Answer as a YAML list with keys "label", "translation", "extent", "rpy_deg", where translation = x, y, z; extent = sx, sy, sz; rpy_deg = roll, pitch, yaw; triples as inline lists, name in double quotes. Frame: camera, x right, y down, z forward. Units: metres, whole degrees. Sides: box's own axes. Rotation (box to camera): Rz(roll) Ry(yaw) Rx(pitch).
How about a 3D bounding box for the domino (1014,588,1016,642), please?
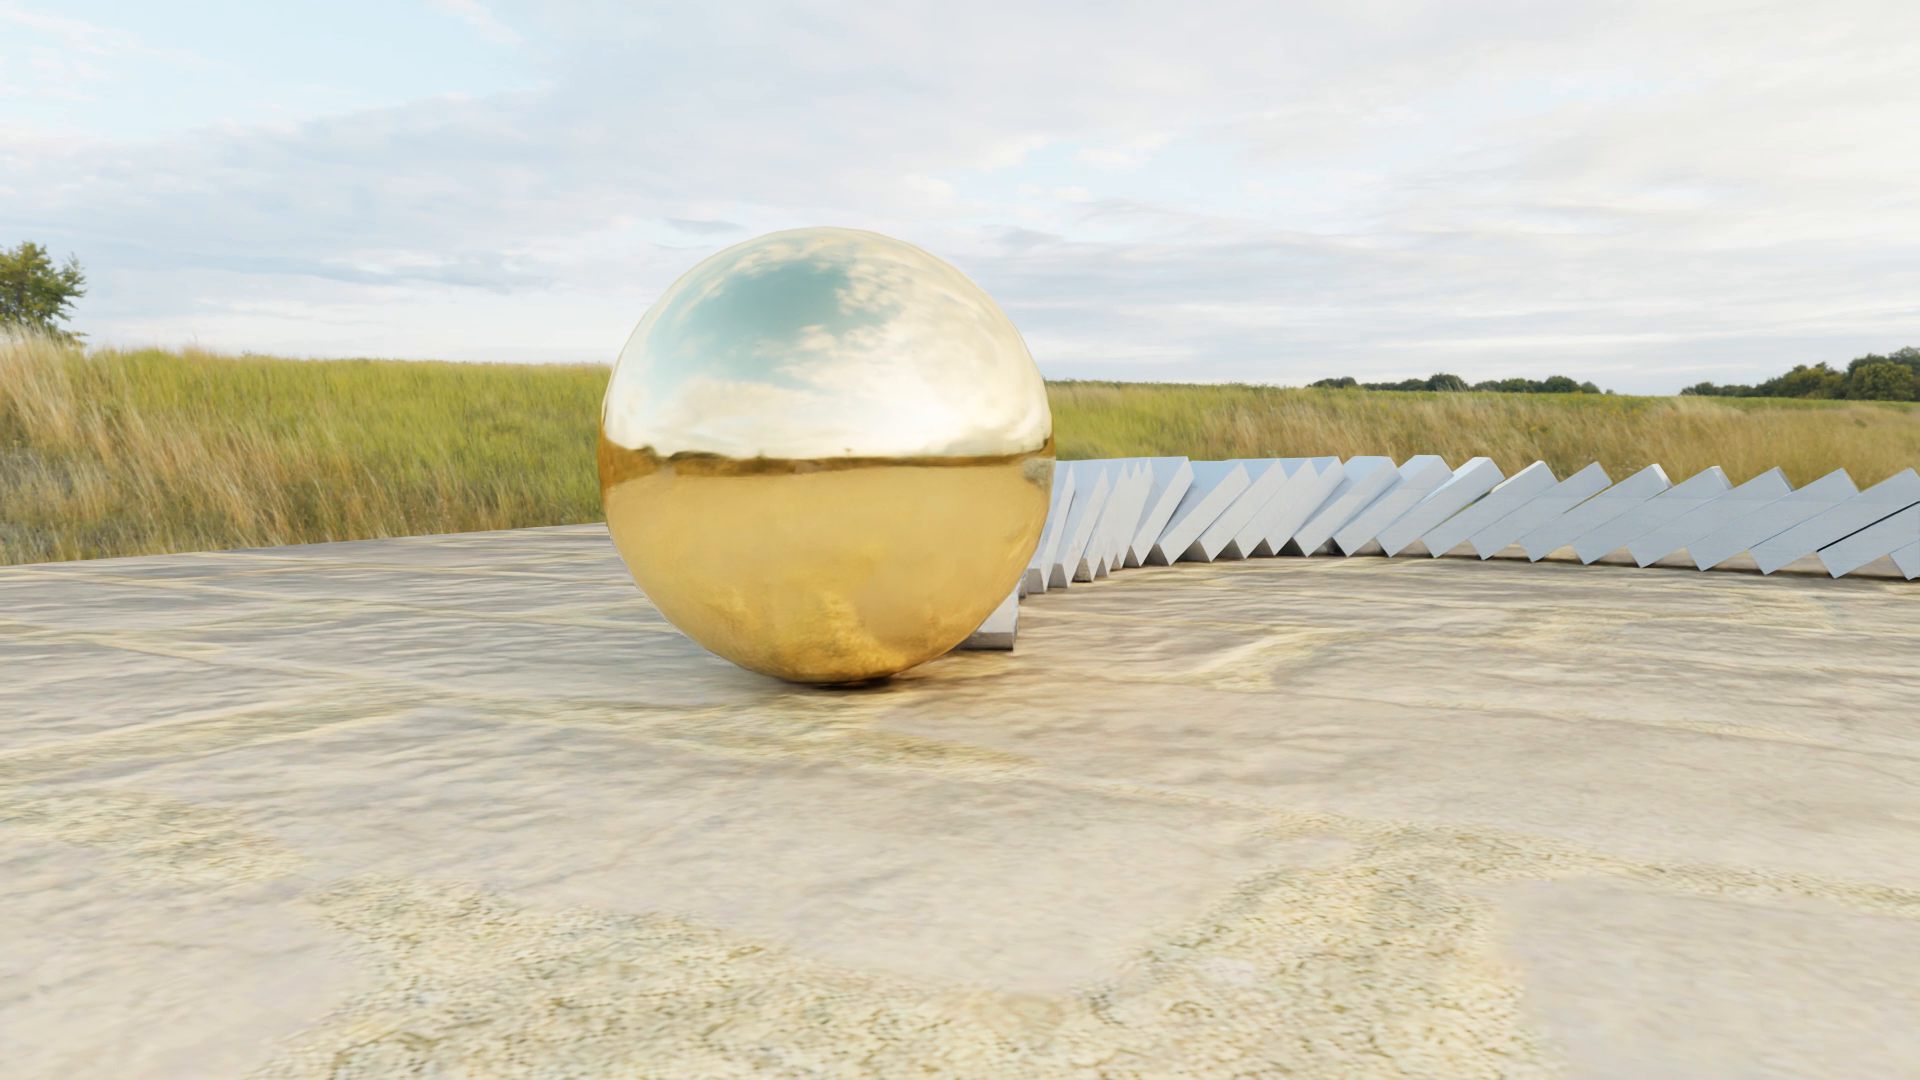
- label: "domino"
  translation: [0.000, -0.002, 0.283]
  extent: [0.025, 0.050, 0.009]
  rpy_deg: [0, -28, 2]

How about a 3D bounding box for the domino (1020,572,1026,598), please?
- label: "domino"
  translation: [0.006, -0.007, 0.364]
  extent: [0.025, 0.050, 0.009]
  rpy_deg: [0, -34, 3]

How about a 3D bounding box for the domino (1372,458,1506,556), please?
- label: "domino"
  translation: [0.180, -0.013, 0.489]
  extent: [0.050, 0.009, 0.025]
  rpy_deg: [-36, -2, 10]

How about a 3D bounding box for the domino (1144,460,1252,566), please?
- label: "domino"
  translation: [0.081, -0.011, 0.467]
  extent: [0.050, 0.009, 0.025]
  rpy_deg: [-42, 26, -26]

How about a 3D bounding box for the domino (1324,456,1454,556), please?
- label: "domino"
  translation: [0.163, -0.013, 0.494]
  extent: [0.050, 0.009, 0.025]
  rpy_deg: [-38, 4, 2]

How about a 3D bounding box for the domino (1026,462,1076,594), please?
- label: "domino"
  translation: [0.017, -0.005, 0.383]
  extent: [0.025, 0.009, 0.050]
  rpy_deg: [1, 40, 17]

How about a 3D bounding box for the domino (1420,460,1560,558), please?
- label: "domino"
  translation: [0.197, -0.012, 0.480]
  extent: [0.050, 0.009, 0.025]
  rpy_deg: [-35, -8, 19]

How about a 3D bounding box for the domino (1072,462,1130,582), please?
- label: "domino"
  translation: [0.036, -0.007, 0.414]
  extent: [0.025, 0.009, 0.050]
  rpy_deg: [2, 40, 24]

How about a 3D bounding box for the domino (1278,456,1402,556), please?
- label: "domino"
  translation: [0.144, -0.013, 0.497]
  extent: [0.050, 0.009, 0.025]
  rpy_deg: [-38, 12, -9]

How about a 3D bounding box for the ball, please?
- label: "ball"
  translation: [-0.023, -0.015, 0.228]
  extent: [0.080, 0.080, 0.080]
  rpy_deg: [0, 4, 0]

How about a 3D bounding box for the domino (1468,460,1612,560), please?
- label: "domino"
  translation: [0.213, -0.011, 0.470]
  extent: [0.050, 0.010, 0.025]
  rpy_deg: [-37, -13, 25]

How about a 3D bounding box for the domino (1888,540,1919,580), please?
- label: "domino"
  translation: [0.313, -0.005, 0.393]
  extent: [0.050, 0.010, 0.025]
  rpy_deg: [-36, -15, 29]

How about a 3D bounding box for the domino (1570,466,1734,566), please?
- label: "domino"
  translation: [0.241, -0.008, 0.447]
  extent: [0.050, 0.010, 0.025]
  rpy_deg: [-36, -17, 32]

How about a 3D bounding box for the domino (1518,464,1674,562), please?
- label: "domino"
  translation: [0.227, -0.010, 0.459]
  extent: [0.050, 0.009, 0.025]
  rpy_deg: [-36, -16, 30]

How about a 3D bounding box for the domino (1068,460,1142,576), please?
- label: "domino"
  translation: [0.043, -0.008, 0.429]
  extent: [0.025, 0.010, 0.050]
  rpy_deg: [1, 40, 24]

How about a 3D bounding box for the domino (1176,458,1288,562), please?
- label: "domino"
  translation: [0.096, -0.012, 0.476]
  extent: [0.050, 0.009, 0.025]
  rpy_deg: [-43, 25, -26]

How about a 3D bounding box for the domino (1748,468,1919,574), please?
- label: "domino"
  translation: [0.283, -0.006, 0.414]
  extent: [0.050, 0.009, 0.025]
  rpy_deg: [-36, -17, 32]

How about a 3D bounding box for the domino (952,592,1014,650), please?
- label: "domino"
  translation: [-0.001, -0.002, 0.272]
  extent: [0.025, 0.050, 0.009]
  rpy_deg: [0, -28, 2]

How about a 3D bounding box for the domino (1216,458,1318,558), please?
- label: "domino"
  translation: [0.111, -0.012, 0.485]
  extent: [0.050, 0.010, 0.025]
  rpy_deg: [-43, 24, -26]

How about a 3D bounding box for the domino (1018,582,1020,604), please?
- label: "domino"
  translation: [0.004, -0.007, 0.351]
  extent: [0.025, 0.050, 0.010]
  rpy_deg: [0, -30, 3]

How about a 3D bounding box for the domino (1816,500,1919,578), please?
- label: "domino"
  translation: [0.298, -0.005, 0.403]
  extent: [0.050, 0.010, 0.025]
  rpy_deg: [-36, -16, 31]

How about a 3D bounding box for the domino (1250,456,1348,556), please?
- label: "domino"
  translation: [0.125, -0.013, 0.496]
  extent: [0.050, 0.010, 0.025]
  rpy_deg: [-42, 22, -25]

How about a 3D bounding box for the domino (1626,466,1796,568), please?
- label: "domino"
  translation: [0.255, -0.008, 0.436]
  extent: [0.050, 0.009, 0.025]
  rpy_deg: [-36, -17, 32]

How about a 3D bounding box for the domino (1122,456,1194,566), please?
- label: "domino"
  translation: [0.062, -0.011, 0.459]
  extent: [0.025, 0.010, 0.050]
  rpy_deg: [2, 41, 38]

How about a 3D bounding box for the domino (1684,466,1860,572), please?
- label: "domino"
  translation: [0.269, -0.007, 0.425]
  extent: [0.050, 0.009, 0.025]
  rpy_deg: [-36, -17, 32]

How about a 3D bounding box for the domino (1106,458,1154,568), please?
- label: "domino"
  translation: [0.049, -0.010, 0.446]
  extent: [0.025, 0.010, 0.050]
  rpy_deg: [-1, 39, 26]

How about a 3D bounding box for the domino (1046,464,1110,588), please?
- label: "domino"
  translation: [0.028, -0.005, 0.398]
  extent: [0.025, 0.009, 0.050]
  rpy_deg: [2, 39, 23]

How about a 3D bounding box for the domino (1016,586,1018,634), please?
- label: "domino"
  translation: [0.001, -0.003, 0.294]
  extent: [0.025, 0.050, 0.010]
  rpy_deg: [0, -28, 3]
